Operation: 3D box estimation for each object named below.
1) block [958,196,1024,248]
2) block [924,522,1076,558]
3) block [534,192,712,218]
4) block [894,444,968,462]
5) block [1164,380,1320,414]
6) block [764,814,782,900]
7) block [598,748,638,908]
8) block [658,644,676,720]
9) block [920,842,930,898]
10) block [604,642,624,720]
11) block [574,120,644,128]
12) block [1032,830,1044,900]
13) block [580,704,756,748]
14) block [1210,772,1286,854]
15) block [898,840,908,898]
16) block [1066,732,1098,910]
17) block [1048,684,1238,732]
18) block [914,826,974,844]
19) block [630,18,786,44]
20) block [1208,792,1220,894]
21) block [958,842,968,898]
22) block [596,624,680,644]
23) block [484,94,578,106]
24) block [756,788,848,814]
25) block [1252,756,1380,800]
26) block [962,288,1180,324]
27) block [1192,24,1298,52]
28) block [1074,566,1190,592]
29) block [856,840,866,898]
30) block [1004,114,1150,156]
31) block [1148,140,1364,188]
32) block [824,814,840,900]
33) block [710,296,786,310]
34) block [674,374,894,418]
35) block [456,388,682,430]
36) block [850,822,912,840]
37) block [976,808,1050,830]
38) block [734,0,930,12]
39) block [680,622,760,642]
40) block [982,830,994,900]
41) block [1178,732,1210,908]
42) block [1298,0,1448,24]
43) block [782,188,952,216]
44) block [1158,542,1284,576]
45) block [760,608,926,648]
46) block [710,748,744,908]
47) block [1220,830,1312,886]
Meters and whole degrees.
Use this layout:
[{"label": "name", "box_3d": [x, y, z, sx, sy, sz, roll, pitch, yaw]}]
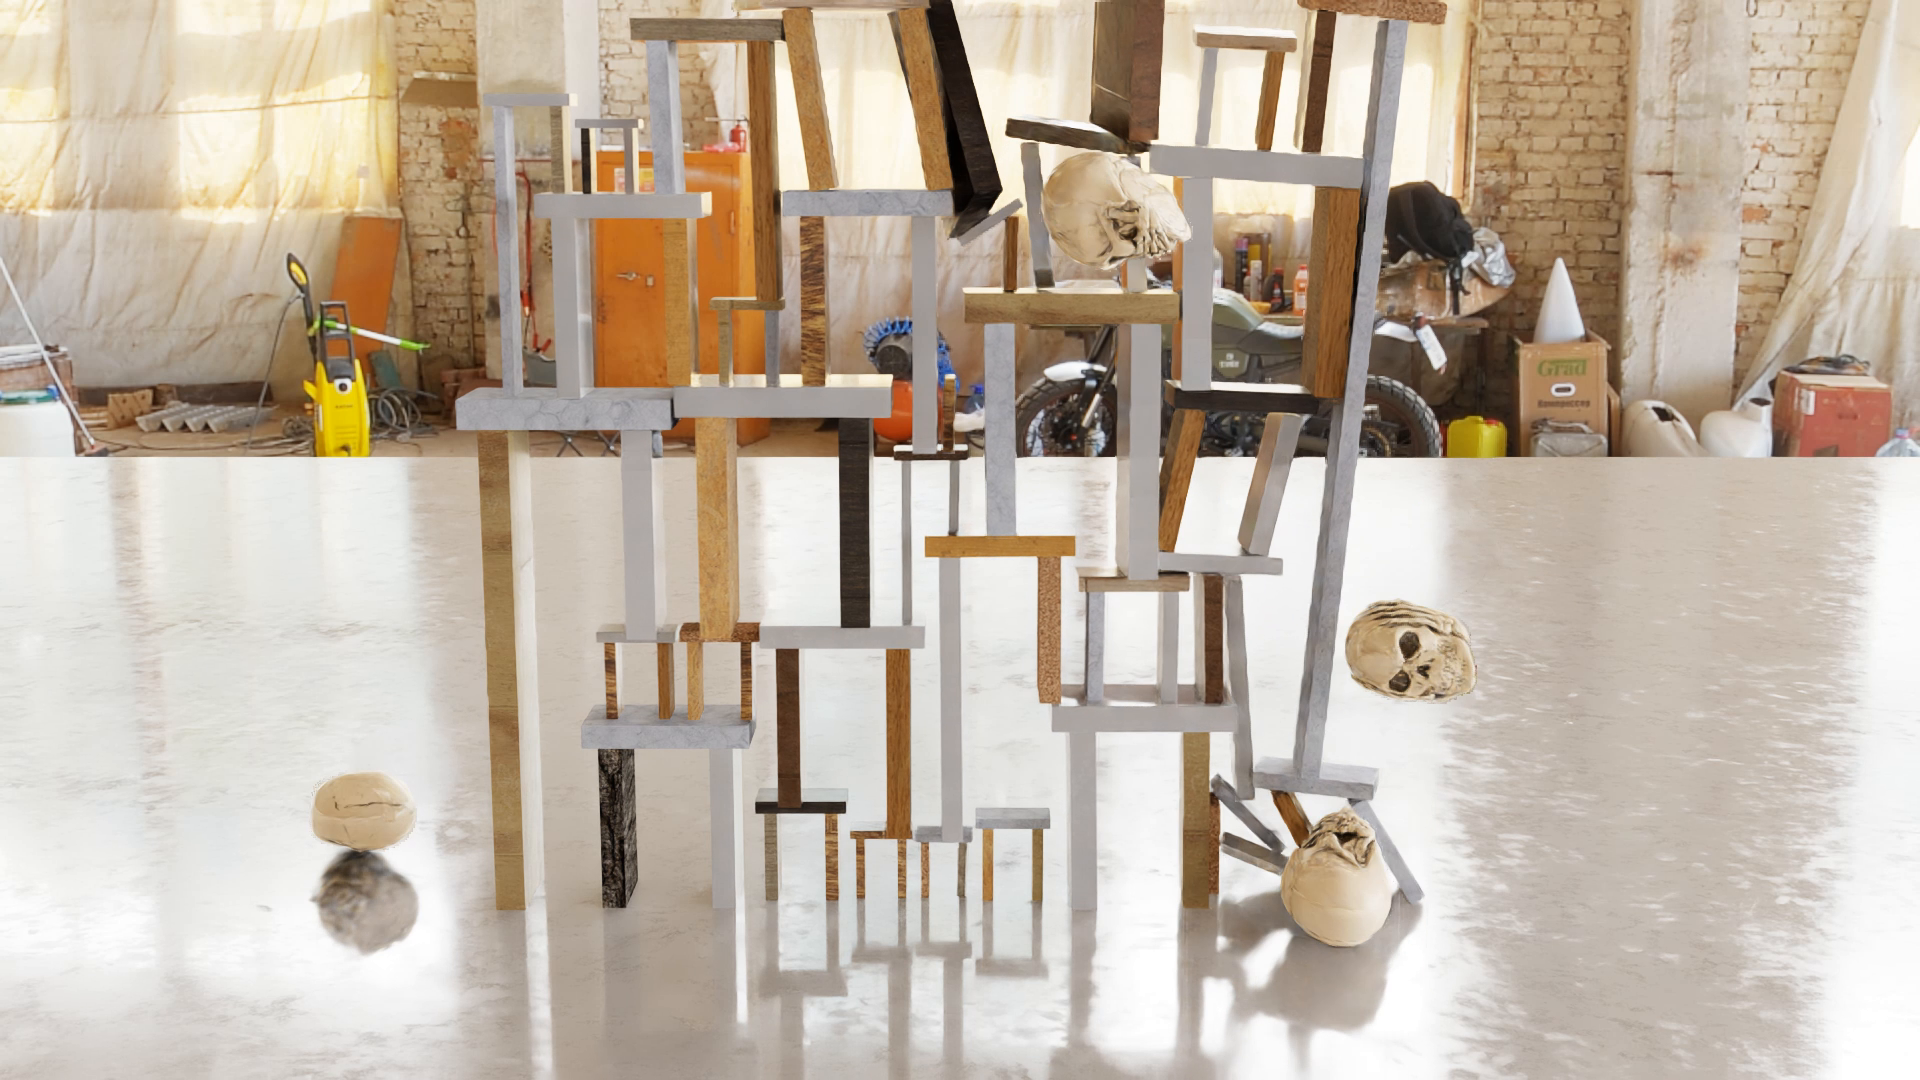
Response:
[{"label": "block", "box_3d": [0.049, -0.506, 3.487, 0.116, 0.016, 0.058, -33, 10, 8]}, {"label": "block", "box_3d": [0.064, -0.001, 3.563, 0.241, 0.034, 0.121, 0, 11, 0]}, {"label": "block", "box_3d": [-0.528, -0.527, 3.459, 0.259, 0.037, 0.130, 0, 11, 0]}, {"label": "block", "box_3d": [-0.047, -0.140, 3.535, 0.117, 0.017, 0.058, -1, 11, 0]}, {"label": "block", "box_3d": [0.453, -0.231, 3.547, 0.231, 0.033, 0.116, 2, 10, -3]}, {"label": "block", "box_3d": [-0.311, 0.516, 3.659, 0.021, 0.149, 0.075, 0, 11, 0]}, {"label": "block", "box_3d": [-0.566, 0.458, 3.642, 0.038, 0.270, 0.135, 0, 11, 0]}, {"label": "block", "box_3d": [-0.482, 0.223, 3.604, 0.018, 0.128, 0.064, 0, 11, 0]}, {"label": "block", "box_3d": [-0.058, 0.543, 3.665, 0.013, 0.095, 0.047, 0, 11, 0]}, {"label": "block", "box_3d": [-0.567, 0.223, 3.605, 0.018, 0.128, 0.064, 0, 11, 0]}, {"label": "block", "box_3d": [-0.548, -0.650, 3.434, 0.100, 0.014, 0.050, 0, 11, 0]}, {"label": "block", "box_3d": [0.128, 0.530, 3.655, 0.017, 0.123, 0.062, 0, 11, 0]}, {"label": "block", "box_3d": [-0.476, 0.306, 3.614, 0.270, 0.038, 0.135, 0, 11, 0]}, {"label": "block", "box_3d": [0.486, 0.462, 3.711, 0.153, 0.022, 0.077, 44, 8, -7]}, {"label": "block", "box_3d": [-0.096, 0.539, 3.661, 0.015, 0.103, 0.051, 0, 11, 0]}, {"label": "block", "box_3d": [0.201, 0.443, 3.638, 0.042, 0.299, 0.149, -1, 11, 0]}, {"label": "block", "box_3d": [0.296, 0.275, 3.608, 0.299, 0.042, 0.149, 0, 11, 0]}, {"label": "block", "box_3d": [-0.026, 0.489, 3.656, 0.094, 0.013, 0.047, 0, 11, 4]}, {"label": "block", "box_3d": [-0.387, -0.789, 3.410, 0.231, 0.033, 0.116, 0, 11, 0]}, {"label": "block", "box_3d": [0.423, 0.508, 3.688, 0.022, 0.153, 0.076, 0, 10, 3]}, {"label": "block", "box_3d": [0.004, 0.543, 3.664, 0.013, 0.094, 0.047, 2, 11, 4]}, {"label": "block", "box_3d": [-0.525, 0.152, 3.590, 0.128, 0.018, 0.064, 0, 11, 0]}, {"label": "block", "box_3d": [-0.670, -0.687, 3.434, 0.134, 0.019, 0.067, 0, 11, 1]}, {"label": "block", "box_3d": [-0.261, 0.432, 3.643, 0.149, 0.021, 0.075, 0, 11, 0]}, {"label": "block", "box_3d": [0.590, 0.394, 3.640, 0.197, 0.028, 0.099, 5, 11, 16]}, {"label": "block", "box_3d": [0.172, -0.373, 3.502, 0.334, 0.047, 0.167, 0, 9, -1]}, {"label": "block", "box_3d": [0.438, -0.773, 3.389, 0.152, 0.022, 0.076, 3, 23, 0]}, {"label": "block", "box_3d": [0.279, 0.064, 3.574, 0.179, 0.025, 0.090, 0, 9, -1]}, {"label": "block", "box_3d": [-0.164, 0.539, 3.661, 0.015, 0.103, 0.051, 0, 11, 0]}, {"label": "block", "box_3d": [0.189, -0.646, 3.506, 0.211, 0.030, 0.105, 12, 17, 18]}, {"label": "block", "box_3d": [0.464, -0.592, 3.462, 0.328, 0.046, 0.164, 5, 13, 6]}, {"label": "block", "box_3d": [-0.211, 0.516, 3.659, 0.021, 0.149, 0.075, 0, 11, 0]}, {"label": "block", "box_3d": [-0.336, -0.375, 3.492, 0.114, 0.016, 0.057, 0, 11, 2]}, {"label": "block", "box_3d": [-0.278, -0.231, 3.518, 0.338, 0.048, 0.169, 0, 11, -1]}, {"label": "block", "box_3d": [-0.621, -0.211, 3.525, 0.336, 0.048, 0.168, 0, 11, 0]}, {"label": "block", "box_3d": [-0.130, 0.482, 3.651, 0.103, 0.015, 0.051, 0, 10, 0]}, {"label": "block", "box_3d": [0.087, 0.461, 3.642, 0.123, 0.017, 0.062, 0, 11, 0]}, {"label": "block", "box_3d": [-0.200, -0.844, 3.417, 0.275, 0.039, 0.137, -5, 12, -22]}, {"label": "block", "box_3d": [-0.389, 0.151, 3.587, 0.130, 0.018, 0.065, 0, 11, 0]}, {"label": "block", "box_3d": [0.046, 0.530, 3.655, 0.017, 0.123, 0.062, 0, 11, 0]}, {"label": "block", "box_3d": [0.388, 0.442, 3.644, 0.042, 0.299, 0.149, 0, 10, 3]}, {"label": "block", "box_3d": [0.634, -0.826, 3.390, 0.214, 0.030, 0.107, 7, 17, 1]}, {"label": "block", "box_3d": [-0.144, -0.531, 3.460, 0.263, 0.037, 0.131, 0, 11, 0]}, {"label": "block", "box_3d": [0.415, 0.029, 3.589, 0.209, 0.030, 0.104, 2, 10, -2]}, {"label": "block", "box_3d": [-0.188, 0.144, 3.585, 0.265, 0.037, 0.132, 0, 10, 0]}, {"label": "block", "box_3d": [-0.386, 0.458, 3.642, 0.038, 0.270, 0.135, 0, 11, 0]}, {"label": "block", "box_3d": [0.513, 0.535, 3.692, 0.153, 0.022, 0.076, 21, -16, 18]}]
